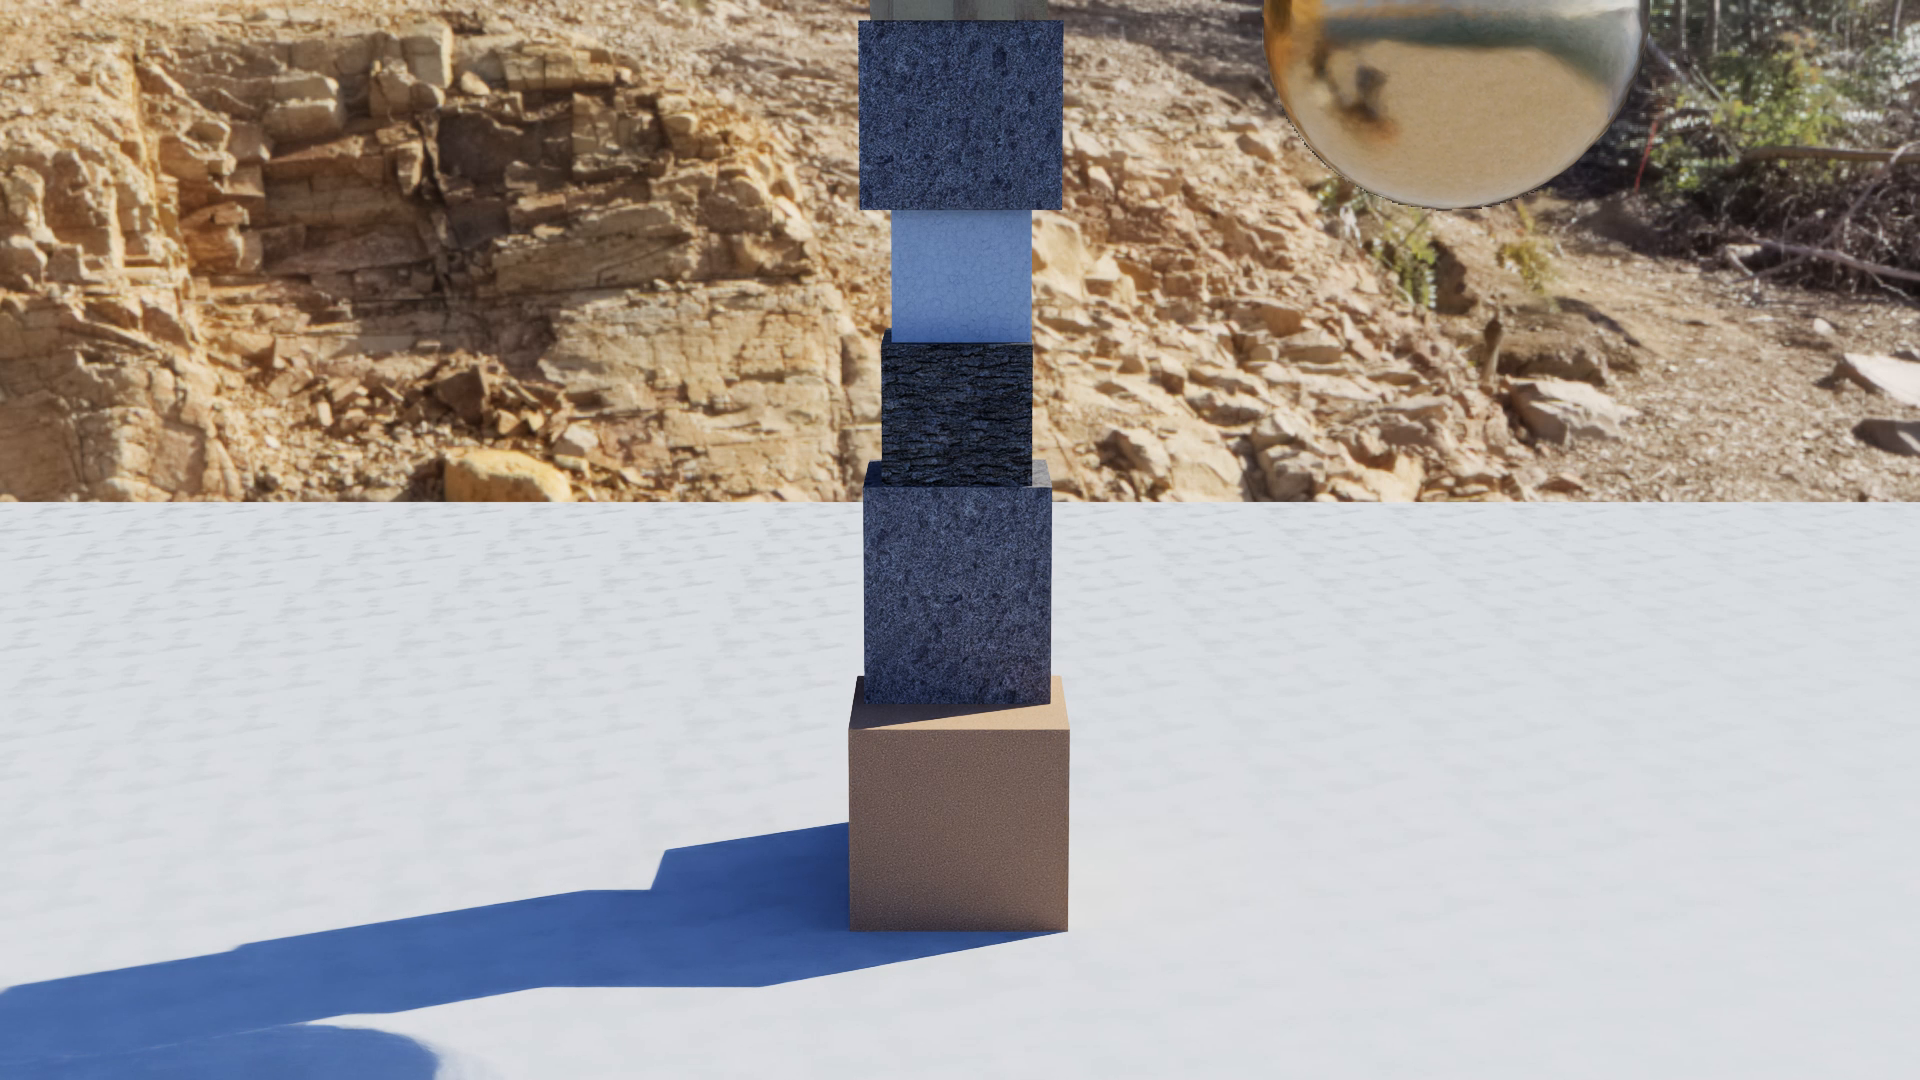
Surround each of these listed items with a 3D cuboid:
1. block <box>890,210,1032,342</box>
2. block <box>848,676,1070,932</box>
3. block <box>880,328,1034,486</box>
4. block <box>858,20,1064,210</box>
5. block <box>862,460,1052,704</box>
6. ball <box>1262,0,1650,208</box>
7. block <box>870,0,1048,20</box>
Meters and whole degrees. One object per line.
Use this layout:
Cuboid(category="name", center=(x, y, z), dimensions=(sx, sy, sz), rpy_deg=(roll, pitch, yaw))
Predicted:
Cuboid(category="block", center=(0.006, -1.150, 10.971), dimensions=(0.586, 0.555, 0.542), rpy_deg=(0, 10, 0))
Cuboid(category="block", center=(-0.004, 1.113, 11.030), dimensions=(0.907, 0.863, 0.953), rpy_deg=(0, 10, 0))
Cuboid(category="block", center=(-0.013, -0.584, 11.074), dimensions=(0.632, 0.595, 0.727), rpy_deg=(0, 10, 0))
Cuboid(category="block", center=(0.004, -1.800, 10.853), dimensions=(0.836, 0.767, 0.710), rpy_deg=(0, 10, 0))
Cuboid(category="block", center=(-0.010, 0.168, 11.211), dimensions=(0.793, 0.933, 0.790), rpy_deg=(0, 10, 0))
Cuboid(category="ball", center=(2.074, -2.200, 10.780), dimensions=(1.600, 1.600, 1.600), rpy_deg=(0, 10, 0))
Cuboid(category="block", center=(-0.005, -2.579, 10.711), dimensions=(0.720, 0.816, 0.757), rpy_deg=(0, 10, 0))
